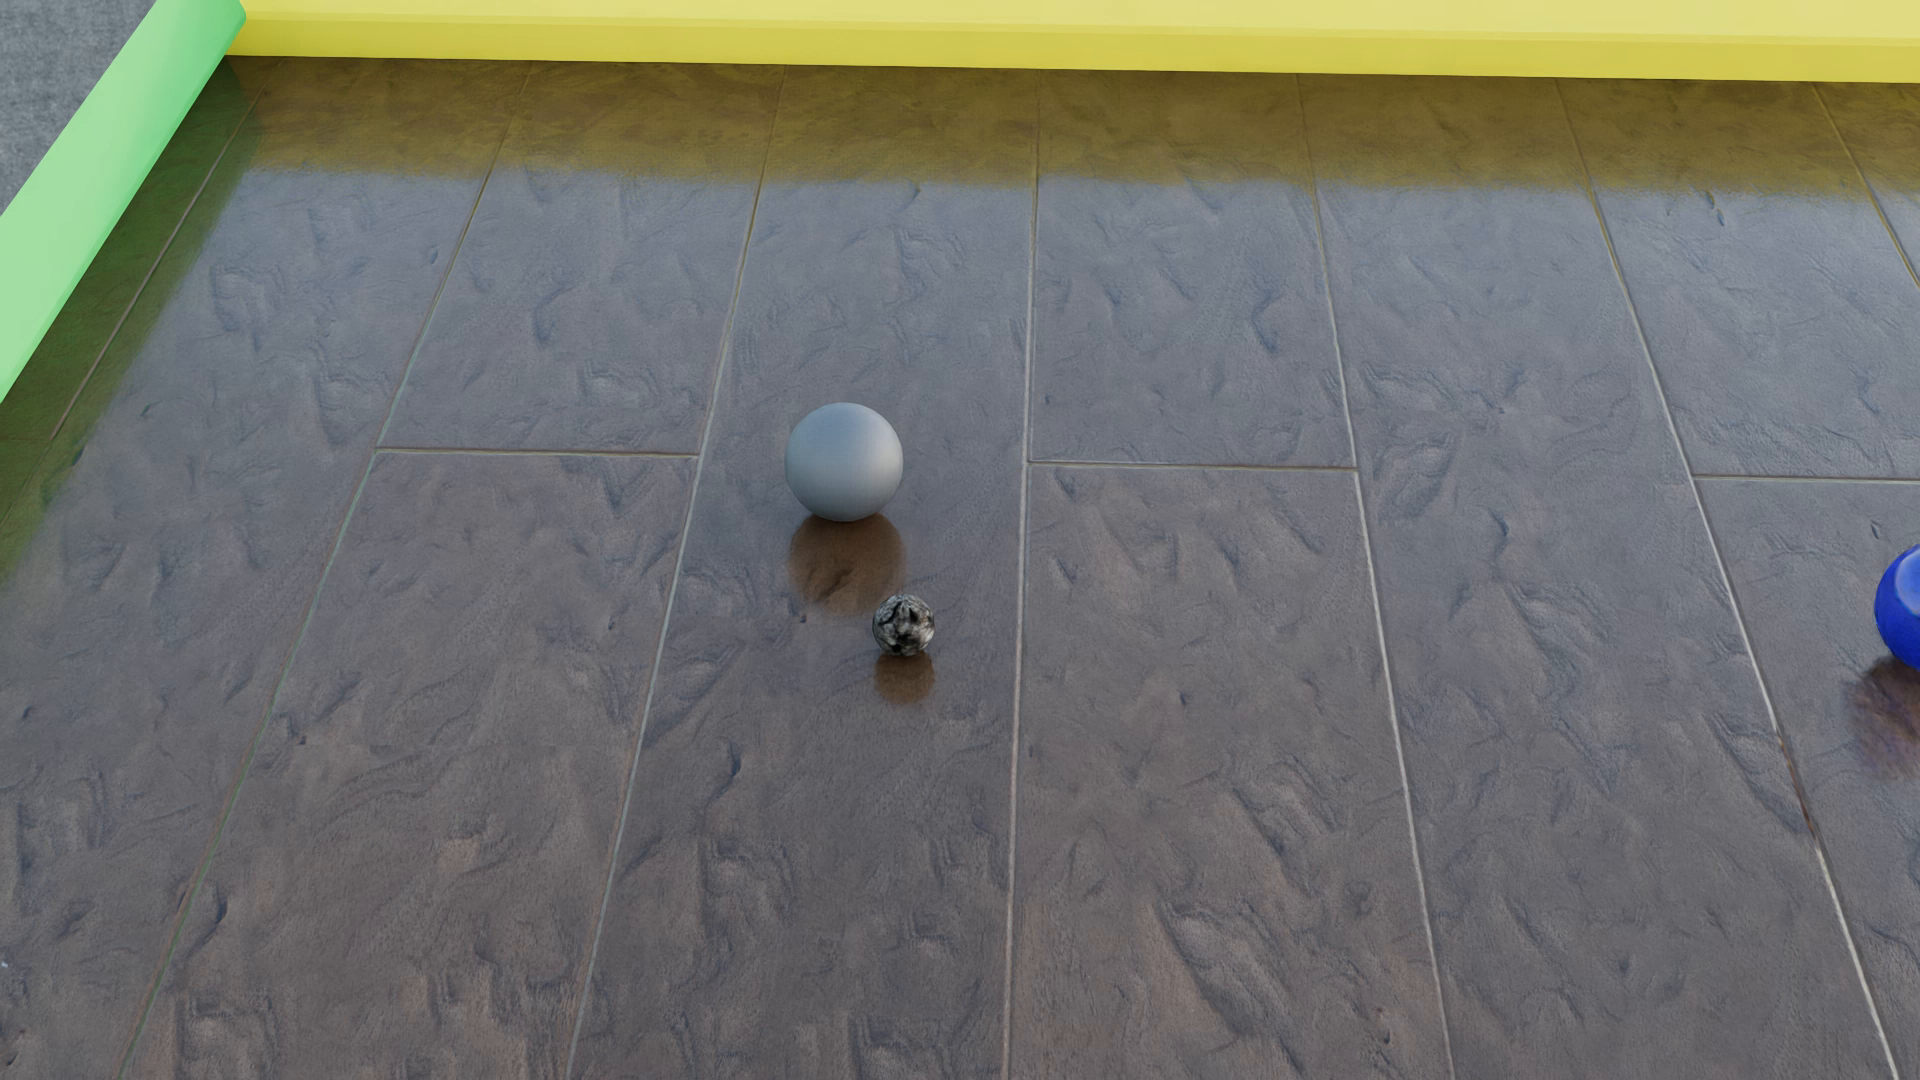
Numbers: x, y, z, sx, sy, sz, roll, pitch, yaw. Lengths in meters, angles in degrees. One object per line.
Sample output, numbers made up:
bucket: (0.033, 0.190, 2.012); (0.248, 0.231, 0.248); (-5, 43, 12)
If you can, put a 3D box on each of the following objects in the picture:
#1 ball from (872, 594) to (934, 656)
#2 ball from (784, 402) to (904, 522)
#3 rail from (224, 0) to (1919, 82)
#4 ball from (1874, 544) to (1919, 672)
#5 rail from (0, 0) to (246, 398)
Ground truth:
ball: (-0.038, 0.058, 1.747); (0.043, 0.043, 0.043); (0, 35, 0)
ball: (-0.085, -0.057, 1.870); (0.087, 0.087, 0.087); (0, 35, 0)
rail: (0.796, -0.485, 2.442); (3.060, 0.122, 0.045); (1, 35, 2)
ball: (0.663, 0.046, 1.720); (0.094, 0.094, 0.094); (0, 35, 0)
rail: (-0.741, -0.040, 1.816); (0.045, 0.122, 1.701); (1, 35, 2)
